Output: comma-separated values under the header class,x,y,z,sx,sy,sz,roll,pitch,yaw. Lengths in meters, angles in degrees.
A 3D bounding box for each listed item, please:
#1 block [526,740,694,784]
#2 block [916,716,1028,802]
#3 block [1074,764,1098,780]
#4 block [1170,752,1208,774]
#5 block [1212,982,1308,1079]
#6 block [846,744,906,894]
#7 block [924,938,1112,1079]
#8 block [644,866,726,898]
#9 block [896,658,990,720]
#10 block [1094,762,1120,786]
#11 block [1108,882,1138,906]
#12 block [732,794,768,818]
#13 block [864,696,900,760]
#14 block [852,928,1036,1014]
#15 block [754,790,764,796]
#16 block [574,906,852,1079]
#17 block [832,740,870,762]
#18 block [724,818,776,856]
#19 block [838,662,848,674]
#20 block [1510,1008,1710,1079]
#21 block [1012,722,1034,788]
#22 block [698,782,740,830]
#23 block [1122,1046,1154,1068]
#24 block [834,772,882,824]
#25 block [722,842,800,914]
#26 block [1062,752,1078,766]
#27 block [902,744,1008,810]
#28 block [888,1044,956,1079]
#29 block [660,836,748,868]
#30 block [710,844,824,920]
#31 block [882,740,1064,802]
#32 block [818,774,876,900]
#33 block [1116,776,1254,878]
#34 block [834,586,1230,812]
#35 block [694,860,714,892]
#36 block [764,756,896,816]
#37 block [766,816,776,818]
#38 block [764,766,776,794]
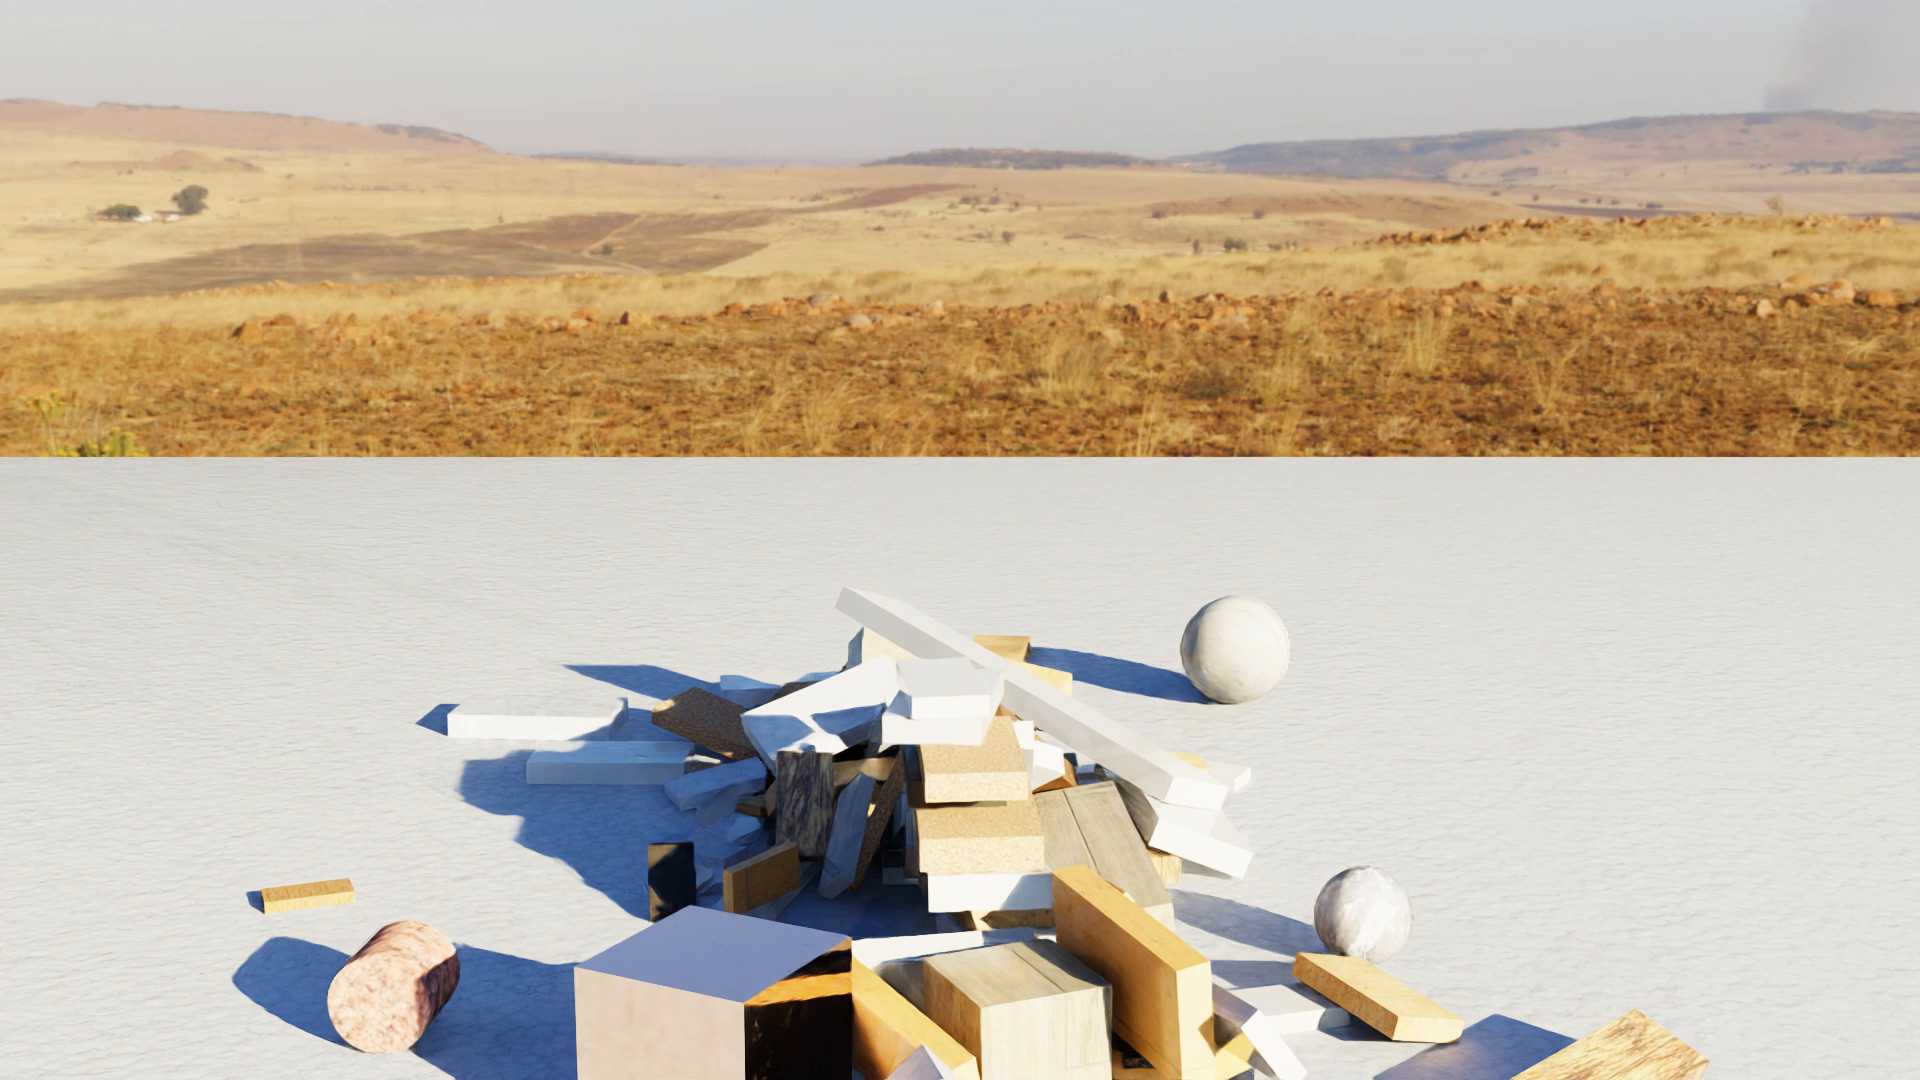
class,x,y,z,sx,sy,sz,roll,pitch,yaw
block,-0.690,0.440,4.355,0.307,0.043,0.153,0,11,1
block,0.014,0.317,3.212,0.144,0.041,0.287,-1,11,-3
block,0.106,0.459,4.188,0.387,0.014,0.050,-4,11,-22
block,0.390,0.422,4.123,0.134,0.019,0.067,1,19,-13
block,0.304,0.602,2.879,0.032,0.113,0.429,-42,18,-13
block,-0.126,0.443,3.633,0.027,0.301,0.095,23,29,0
block,0.073,0.647,2.857,0.184,0.184,0.184,-5,11,-24
block,-0.450,0.578,3.679,0.142,0.020,0.071,-6,12,-27
block,-0.028,0.221,3.304,0.112,0.032,0.225,-2,11,-7
block,0.353,0.441,4.128,0.182,0.026,0.091,1,19,-14
block,0.265,0.577,3.082,0.034,0.238,0.119,-42,16,-13
block,-0.334,0.478,3.985,0.071,0.020,0.142,7,7,42
block,-0.078,0.345,3.858,0.144,0.041,0.297,-7,-26,-15
block,-0.122,0.624,3.016,0.448,0.167,0.047,-2,36,-11
block,-0.324,0.480,4.208,0.137,0.019,0.068,-1,11,-4
block,-0.305,0.633,2.760,0.247,0.247,0.247,5,12,27
block,-0.131,0.367,3.957,0.190,0.027,0.095,-6,-26,-16
block,-0.373,0.530,3.936,0.074,0.021,0.148,1,11,4
block,-0.114,0.324,4.398,0.307,0.043,0.153,8,30,19
block,0.664,0.735,2.683,0.831,0.034,0.119,-10,36,-44
block,0.036,0.382,3.619,0.165,0.047,0.330,-3,-25,-1
block,-0.422,0.466,3.860,0.013,0.045,0.090,23,39,31
block,0.253,0.656,2.873,0.054,0.015,0.108,-8,14,24
block,-0.186,0.476,3.758,0.076,0.021,0.151,34,64,11
block,-0.318,0.545,3.532,0.021,0.076,0.151,12,19,38
block,0.131,0.435,4.258,0.093,0.026,0.186,-2,-8,-39
block,-0.011,0.339,3.312,0.144,0.041,0.287,-1,11,-3
block,-0.046,0.695,2.437,0.167,0.047,0.335,-46,17,-4
block,-0.455,0.547,3.844,0.149,0.021,0.074,5,12,26
block,-0.286,0.549,3.723,0.091,0.026,0.553,4,15,16
block,0.004,0.424,3.817,0.165,0.047,0.330,22,-40,-39
block,-0.188,0.491,3.648,0.027,0.190,0.095,22,-33,-16
block,0.390,0.492,3.872,0.173,0.049,0.346,21,7,-8
block,0.115,0.289,4.173,0.910,0.049,0.173,28,8,41
block,-0.454,0.546,3.634,0.090,0.013,0.045,31,46,27
block,-0.187,0.431,3.878,0.288,0.041,0.144,-4,-24,-22
block,-0.343,0.495,4.064,0.068,0.019,0.137,1,2,-13
block,-0.125,0.427,4.038,0.459,0.095,0.027,3,36,-11
